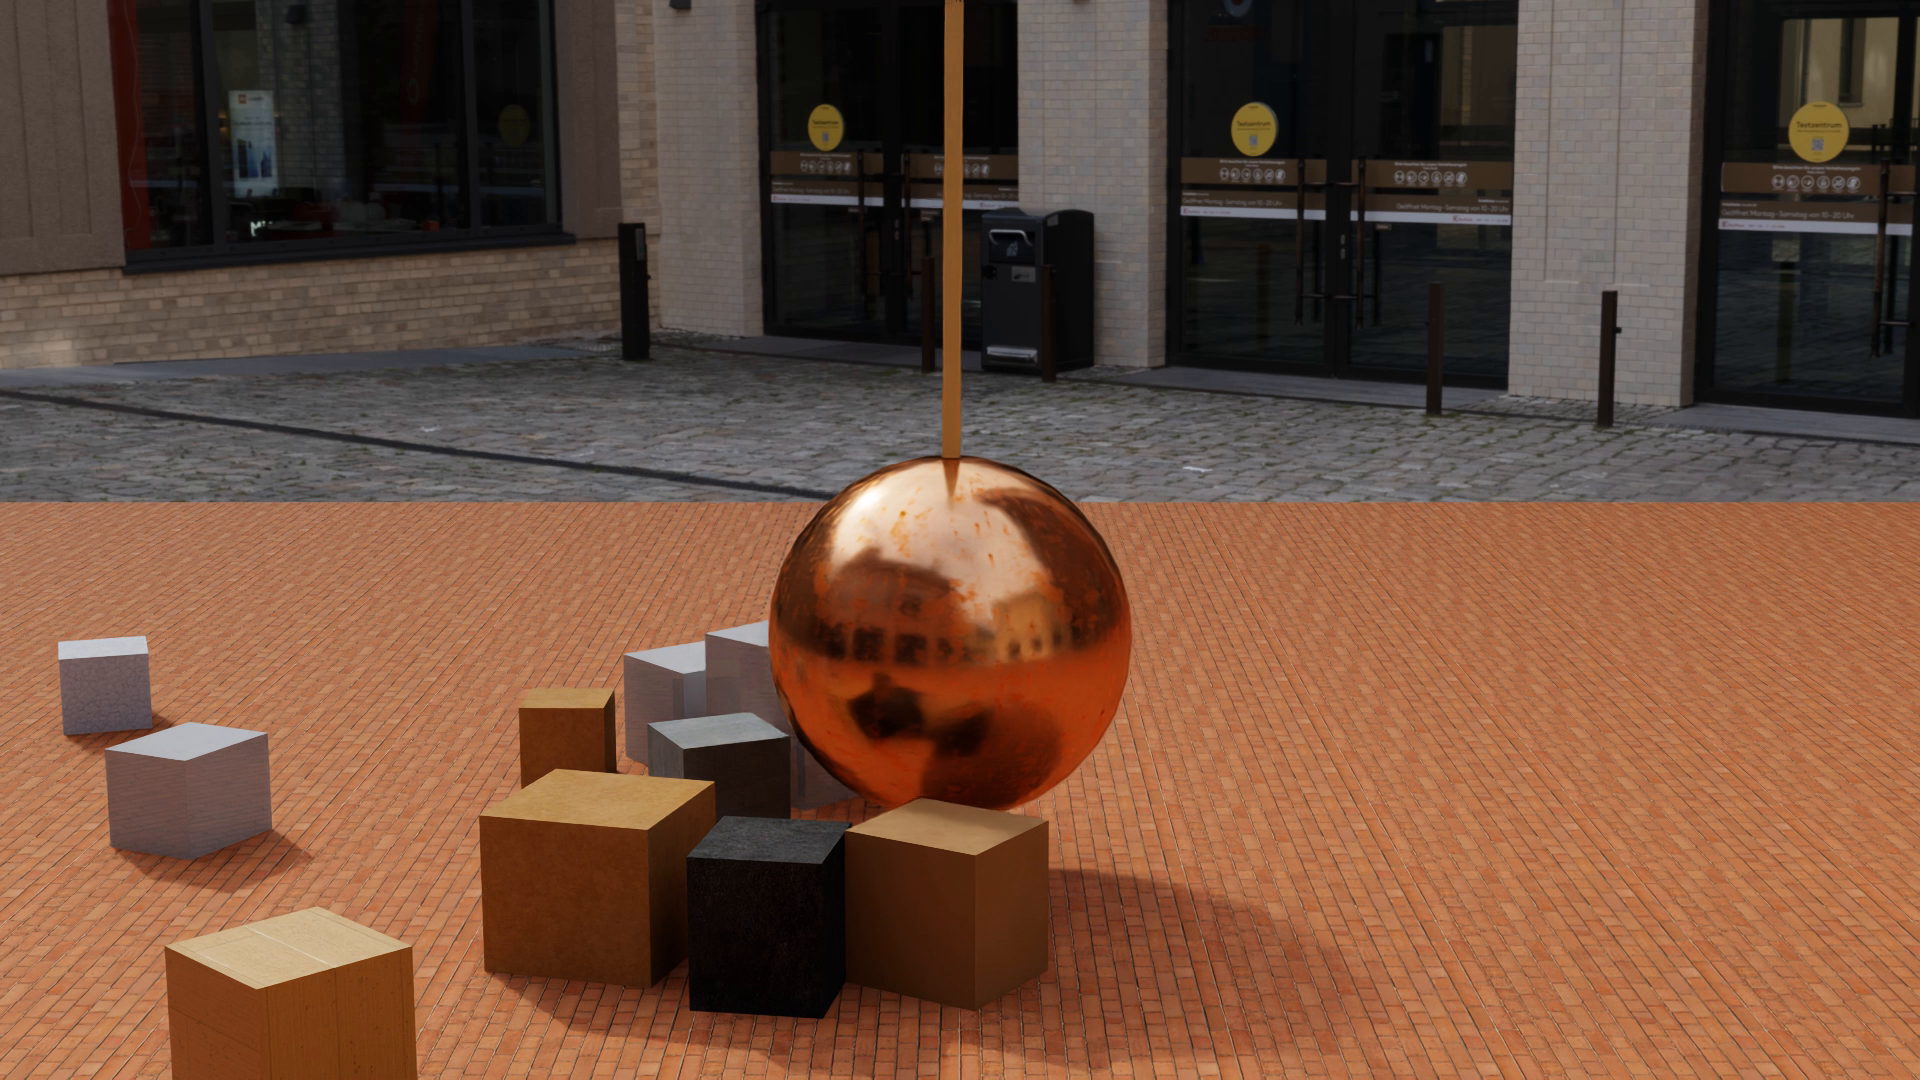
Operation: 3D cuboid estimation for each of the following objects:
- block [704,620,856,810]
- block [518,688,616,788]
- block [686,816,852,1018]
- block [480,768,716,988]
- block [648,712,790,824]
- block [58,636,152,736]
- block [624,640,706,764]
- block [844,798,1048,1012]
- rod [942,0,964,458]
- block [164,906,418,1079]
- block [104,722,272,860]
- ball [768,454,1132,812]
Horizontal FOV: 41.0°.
[{"bbox_3d":[-0.748,0.836,12.815,0.711,0.770,0.749,9,14,42],"label":"block"},{"bbox_3d":[-1.963,1.000,12.867,0.418,0.428,0.409,0,10,0],"label":"block"},{"bbox_3d":[-0.726,1.447,9.909,0.518,0.607,0.551,2,10,9],"label":"block"},{"bbox_3d":[-1.445,1.350,10.350,0.711,0.640,0.710,3,11,16],"label":"block"},{"bbox_3d":[-1.131,1.125,12.029,0.518,0.483,0.516,-5,11,-25],"label":"block"},{"bbox_3d":[-4.679,0.792,14.044,0.458,0.417,0.460,-4,11,-19],"label":"block"},{"bbox_3d":[-1.337,0.866,13.272,0.577,0.548,0.570,-8,13,-38],"label":"block"},{"bbox_3d":[-0.049,1.416,10.058,0.599,0.616,0.543,7,12,32],"label":"block"},{"bbox_3d":[-0.019,-2.919,10.650,0.080,5.200,0.080,0,10,0],"label":"rod"},{"bbox_3d":[-2.254,1.667,8.665,0.593,0.620,0.584,10,14,44],"label":"block"},{"bbox_3d":[-3.572,1.157,11.901,0.475,0.465,0.553,5,11,25],"label":"block"},{"bbox_3d":[-0.044,0.426,11.258,1.600,1.600,1.600,0,10,0],"label":"ball"}]
